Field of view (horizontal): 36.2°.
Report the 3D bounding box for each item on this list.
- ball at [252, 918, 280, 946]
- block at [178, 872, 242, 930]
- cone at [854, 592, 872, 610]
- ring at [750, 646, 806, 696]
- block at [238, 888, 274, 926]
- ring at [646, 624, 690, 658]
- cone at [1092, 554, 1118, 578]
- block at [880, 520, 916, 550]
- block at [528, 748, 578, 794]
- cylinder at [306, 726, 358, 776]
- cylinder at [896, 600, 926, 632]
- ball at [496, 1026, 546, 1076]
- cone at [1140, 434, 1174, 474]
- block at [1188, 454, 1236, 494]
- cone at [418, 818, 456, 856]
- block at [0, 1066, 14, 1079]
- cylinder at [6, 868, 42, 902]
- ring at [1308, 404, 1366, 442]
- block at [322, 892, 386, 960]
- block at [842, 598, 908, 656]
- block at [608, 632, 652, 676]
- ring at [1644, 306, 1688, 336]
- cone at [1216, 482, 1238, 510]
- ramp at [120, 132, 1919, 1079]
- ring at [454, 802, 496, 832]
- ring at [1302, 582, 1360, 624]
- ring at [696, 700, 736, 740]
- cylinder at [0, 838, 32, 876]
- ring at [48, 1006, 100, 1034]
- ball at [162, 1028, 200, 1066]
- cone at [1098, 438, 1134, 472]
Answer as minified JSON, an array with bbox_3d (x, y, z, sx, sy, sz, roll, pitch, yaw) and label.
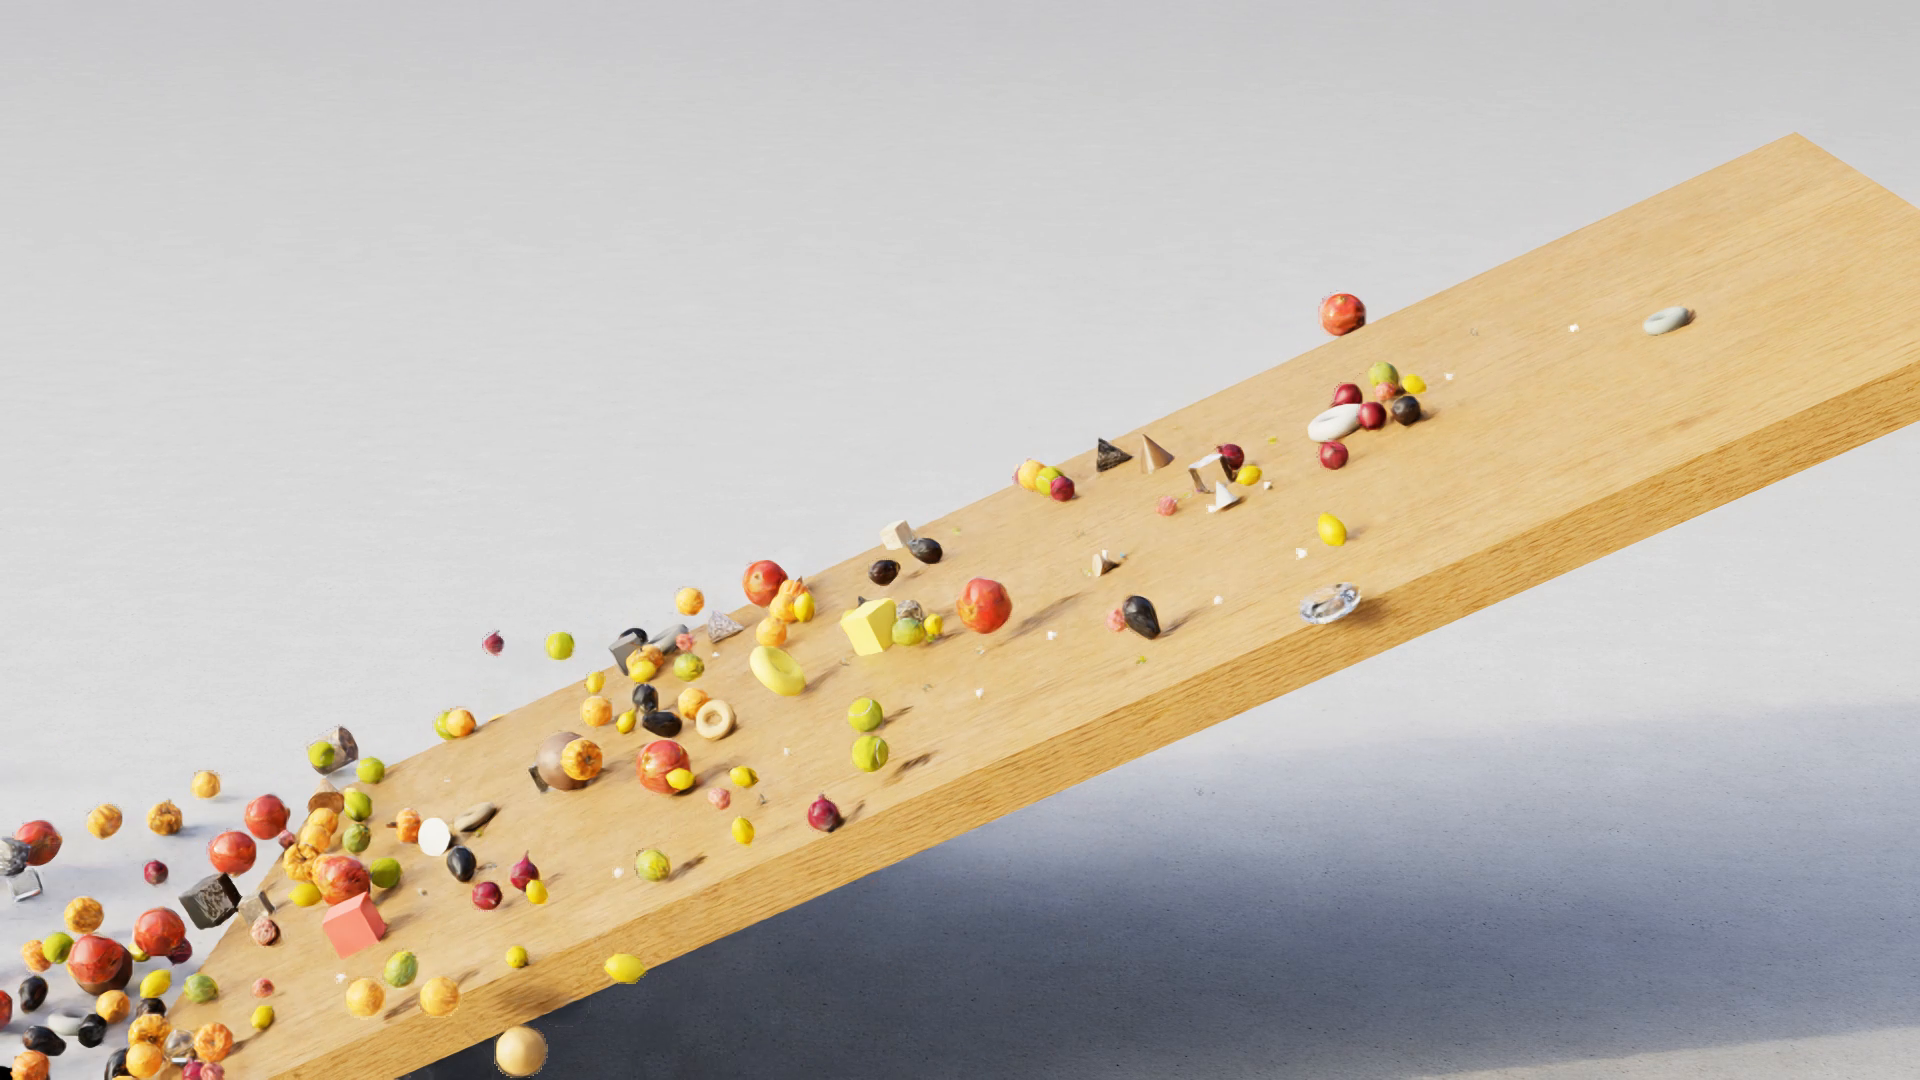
[{"bbox_3d":[-1.519,0.858,6.434,0.061,0.061,0.061,0,16,0],"label":"ball"},{"bbox_3d":[-1.745,0.843,6.863,0.091,0.091,0.091,-15,18,45],"label":"block"},{"bbox_3d":[-0.206,0.153,6.721,0.053,0.053,0.053,25,7,-21],"label":"cone"},{"bbox_3d":[-0.392,0.282,6.333,0.137,0.046,0.137,34,21,-15],"label":"ring"},{"bbox_3d":[-1.603,0.836,6.693,0.054,0.054,0.054,-26,13,3],"label":"block"},{"bbox_3d":[-0.725,0.251,7.293,0.120,0.040,0.120,-29,13,7],"label":"ring"},{"bbox_3d":[0.309,0.051,6.133,0.051,0.051,0.051,-3,16,-20],"label":"cone"},{"bbox_3d":[-0.153,-0.012,7.189,0.052,0.052,0.052,-14,18,43],"label":"block"},{"bbox_3d":[-0.909,0.517,6.568,0.067,0.067,0.067,-19,15,30],"label":"block"},{"bbox_3d":[-1.693,0.570,7.940,0.100,0.100,0.100,-27,12,11],"label":"cylinder"},{"bbox_3d":[-0.106,0.165,6.362,0.057,0.057,0.057,-3,19,-9],"label":"cylinder"},{"bbox_3d":[-0.805,0.936,5.389,0.091,0.091,0.091,0,16,0],"label":"ball"},{"bbox_3d":[0.436,-0.208,6.747,0.086,0.086,0.086,-25,13,6],"label":"cone"},{"bbox_3d":[0.542,-0.142,6.340,0.064,0.064,0.064,-30,14,-16],"label":"block"},{"bbox_3d":[-1.143,0.658,6.533,0.085,0.085,0.085,8,1,27],"label":"cone"},{"bbox_3d":[-2.007,1.135,6.026,0.092,0.092,0.092,11,21,15],"label":"block"},{"bbox_3d":[-2.265,0.837,7.122,0.066,0.066,0.066,-19,23,-28],"label":"cylinder"},{"bbox_3d":[0.807,-0.251,6.299,0.132,0.044,0.132,-24,14,6],"label":"ring"},{"bbox_3d":[-1.257,0.799,6.102,0.088,0.088,0.088,-25,13,6],"label":"block"},{"bbox_3d":[-0.185,0.189,6.404,0.087,0.087,0.087,-11,20,49],"label":"block"},{"bbox_3d":[-0.817,0.282,7.277,0.073,0.073,0.073,-29,13,-10],"label":"block"},{"bbox_3d":[1.416,-0.439,5.892,0.092,0.031,0.092,-24,14,6],"label":"ring"},{"bbox_3d":[0.549,-0.098,6.159,0.052,0.052,0.052,-25,-2,-1],"label":"cone"},{"bbox_3d":[0.136,0.168,6.282,4.000,0.100,2.000,-24,13,9],"label":"ramp"},{"bbox_3d":[-1.087,0.620,6.588,0.098,0.033,0.098,-24,14,6],"label":"ring"},{"bbox_3d":[0.657,0.112,5.211,0.113,0.038,0.113,-24,14,6],"label":"ring"},{"bbox_3d":[-0.525,0.387,6.315,0.089,0.089,0.030,4,-21,13],"label":"ring"},{"bbox_3d":[-2.311,0.775,7.163,0.078,0.078,0.078,17,0,0],"label":"cylinder"},{"bbox_3d":[-1.937,1.051,6.434,0.113,0.038,0.113,6,11,-1],"label":"ring"},{"bbox_3d":[-1.559,1.015,5.887,0.072,0.072,0.072,0,16,0],"label":"ball"},{"bbox_3d":[0.369,-0.197,6.936,0.084,0.084,0.084,3,16,7],"label":"cone"}]
